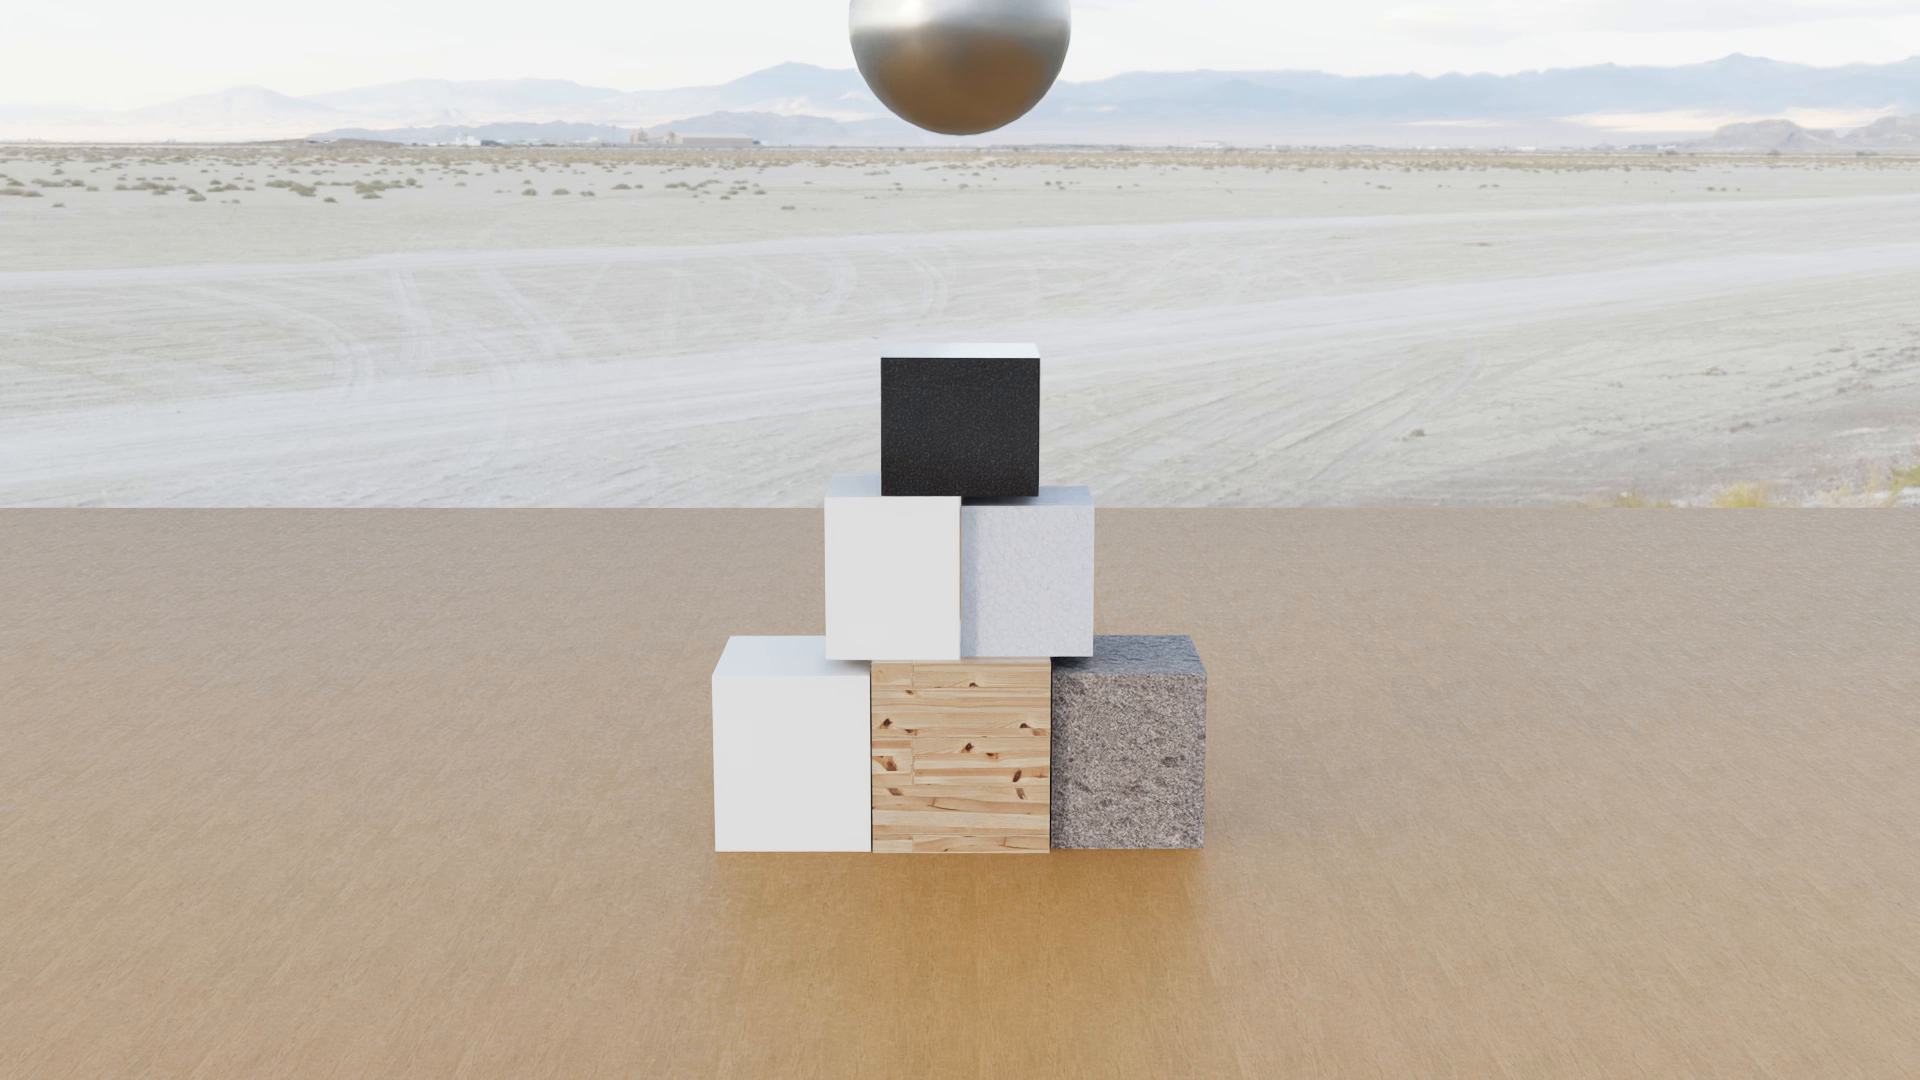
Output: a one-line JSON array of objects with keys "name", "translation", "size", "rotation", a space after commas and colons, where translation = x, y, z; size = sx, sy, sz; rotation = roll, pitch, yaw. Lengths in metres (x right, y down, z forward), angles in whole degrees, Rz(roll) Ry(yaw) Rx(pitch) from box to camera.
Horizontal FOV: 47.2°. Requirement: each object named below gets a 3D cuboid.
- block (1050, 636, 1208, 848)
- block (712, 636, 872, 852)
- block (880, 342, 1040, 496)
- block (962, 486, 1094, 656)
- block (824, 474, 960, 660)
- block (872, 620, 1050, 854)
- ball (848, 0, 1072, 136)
[{"name": "block", "translation": [0.840, 1.029, 11.382], "size": [0.766, 0.904, 0.862], "rotation": [0, 10, 0]}, {"name": "block", "translation": [-0.834, 1.034, 11.358], "size": [0.778, 0.902, 0.894], "rotation": [0, 10, 0]}, {"name": "block", "translation": [0.001, -0.618, 11.086], "size": [0.773, 0.681, 0.775], "rotation": [0, 10, 0]}, {"name": "block", "translation": [0.334, 0.149, 11.196], "size": [0.656, 0.758, 0.641], "rotation": [0, 10, 0]}, {"name": "block", "translation": [-0.333, 0.122, 11.193], "size": [0.658, 0.813, 0.790], "rotation": [0, 10, 0]}, {"name": "block", "translation": [0.006, 0.997, 11.365], "size": [0.881, 0.972, 0.973], "rotation": [0, 10, 0]}, {"name": "ball", "translation": [0.000, -3.694, 15.697], "size": [1.600, 1.600, 1.600], "rotation": [0, 10, 0]}]
